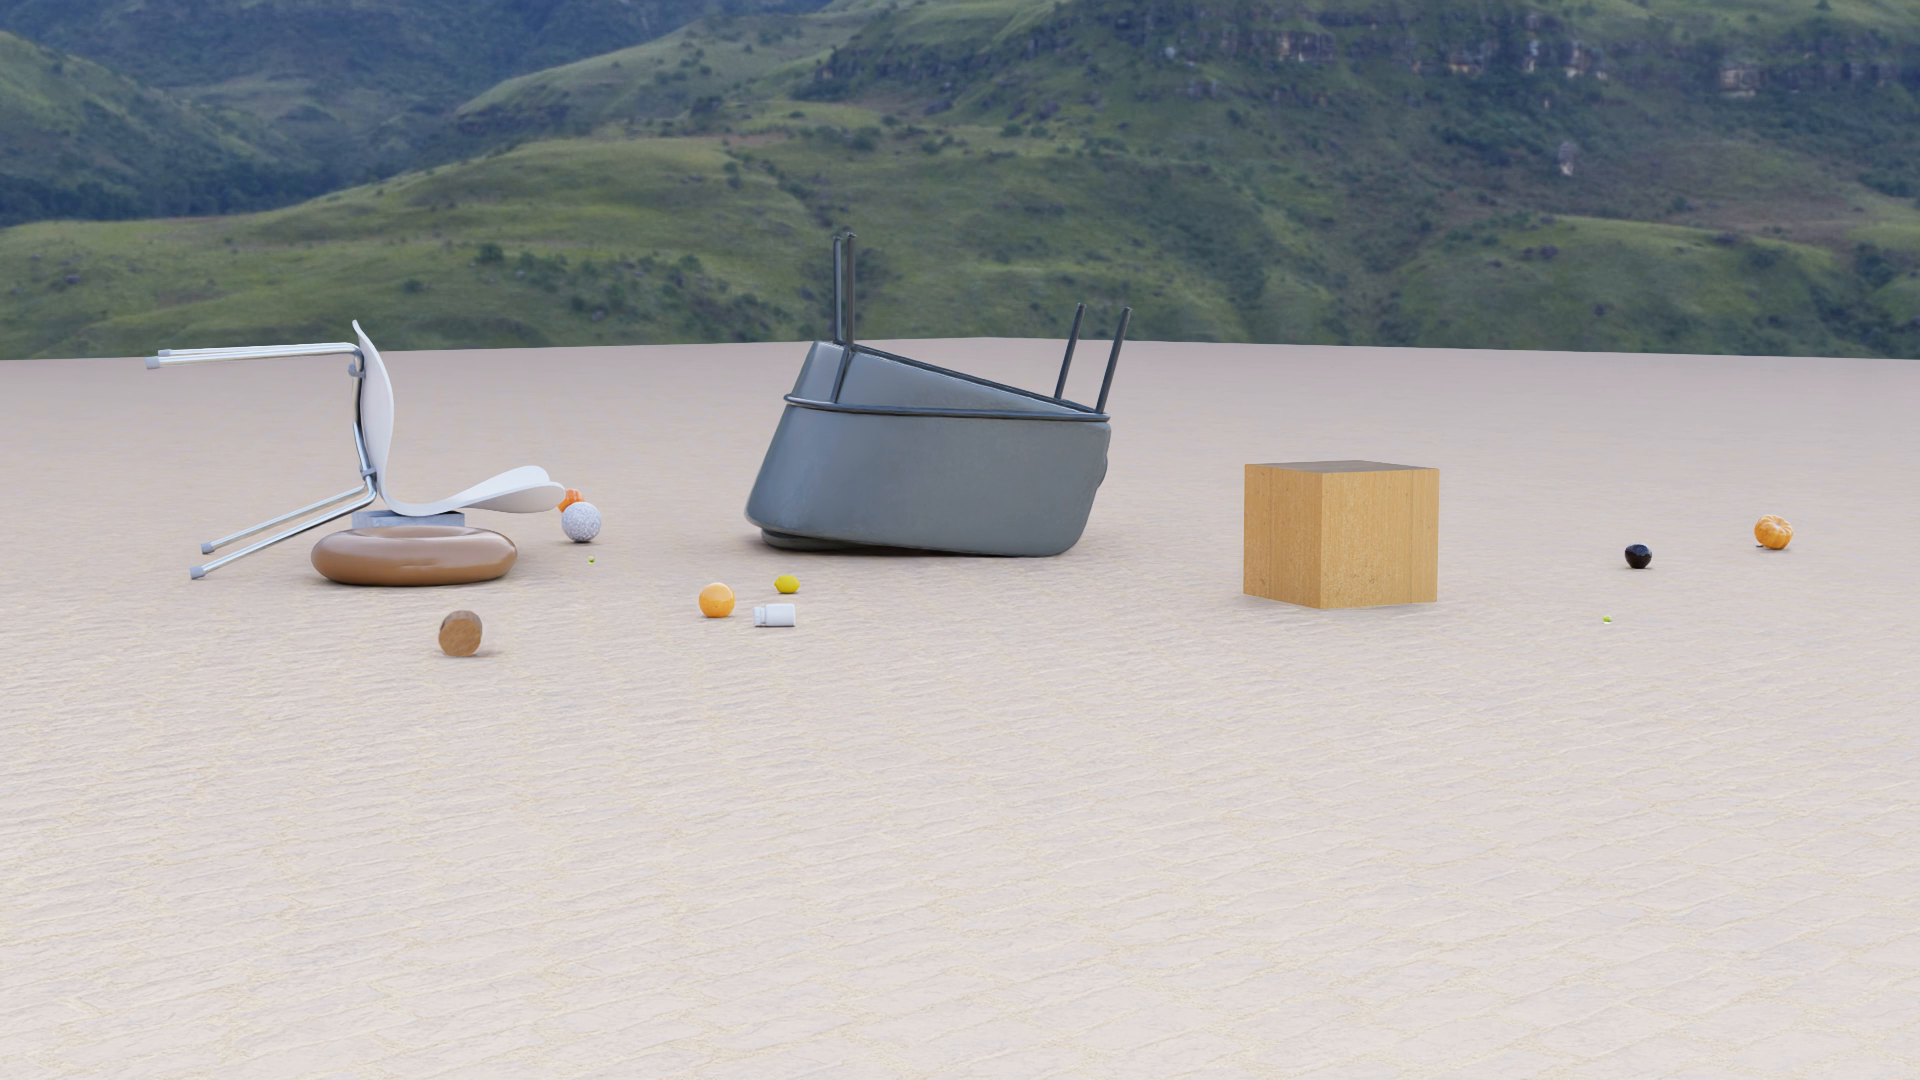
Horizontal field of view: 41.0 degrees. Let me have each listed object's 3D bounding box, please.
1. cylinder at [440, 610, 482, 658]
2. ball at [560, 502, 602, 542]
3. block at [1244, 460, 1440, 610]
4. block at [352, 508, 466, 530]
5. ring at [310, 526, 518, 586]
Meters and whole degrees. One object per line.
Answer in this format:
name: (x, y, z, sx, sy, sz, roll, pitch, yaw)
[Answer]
cylinder: (-0.873, 0.163, 4.492, 0.074, 0.068, 0.112, -28, 10, -6)
ball: (-0.937, -0.045, 6.352, 0.101, 0.101, 0.101, 0, 6, 0)
block: (0.778, -0.016, 5.254, 0.283, 0.270, 0.283, -3, 7, -26)
block: (-1.277, -0.008, 5.940, 0.213, 0.112, 0.173, -3, 7, -30)
ring: (-1.187, 0.034, 5.587, 0.441, 0.105, 0.373, -1, 7, -14)
